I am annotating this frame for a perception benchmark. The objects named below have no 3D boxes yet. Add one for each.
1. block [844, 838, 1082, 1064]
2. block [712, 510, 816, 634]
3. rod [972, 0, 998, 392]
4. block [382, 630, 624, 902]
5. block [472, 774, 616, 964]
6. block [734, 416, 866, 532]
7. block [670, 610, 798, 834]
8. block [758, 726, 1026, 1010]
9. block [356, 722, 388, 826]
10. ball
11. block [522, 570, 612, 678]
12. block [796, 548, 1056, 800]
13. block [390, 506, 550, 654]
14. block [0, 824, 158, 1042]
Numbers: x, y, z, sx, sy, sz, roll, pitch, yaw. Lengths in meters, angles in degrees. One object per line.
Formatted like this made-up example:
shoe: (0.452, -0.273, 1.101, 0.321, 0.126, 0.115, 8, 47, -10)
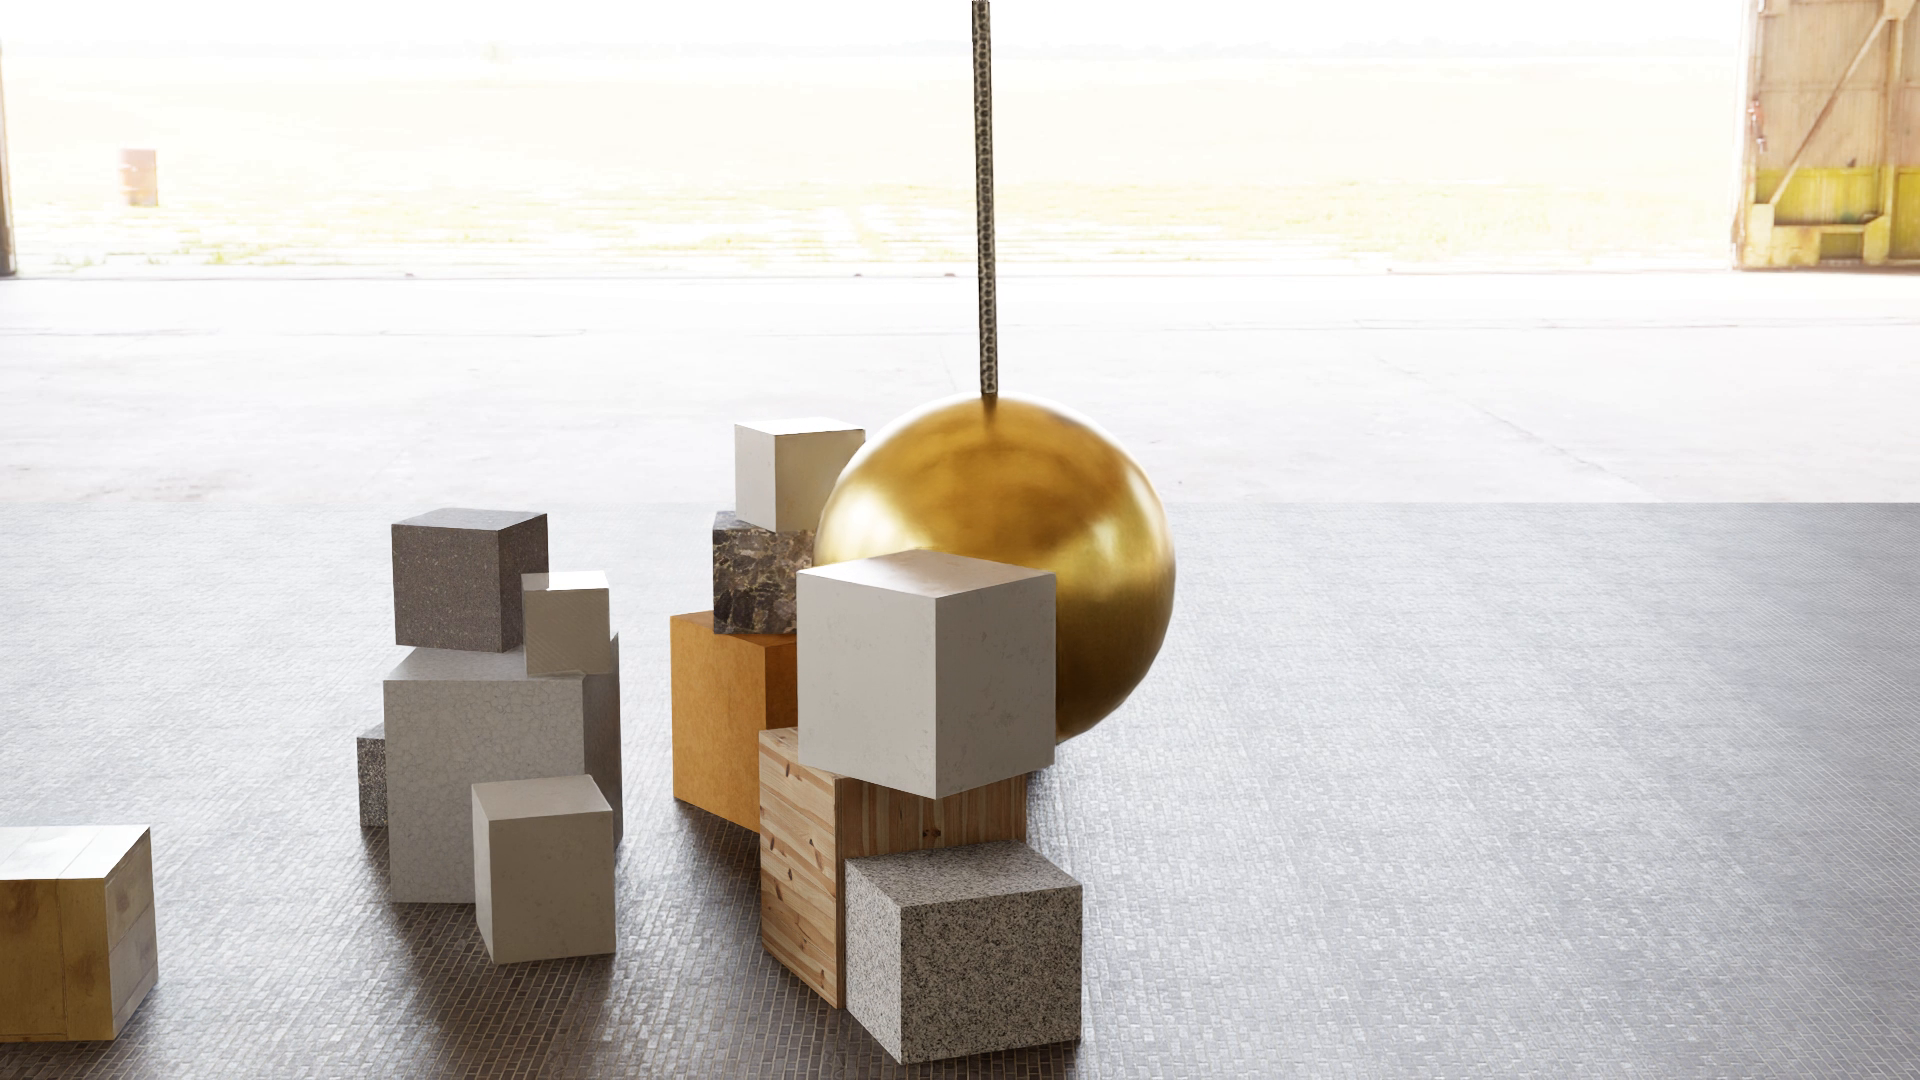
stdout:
block: (0.006, 1.519, 9.560, 0.707, 0.591, 0.615, -4, 11, -21)
block: (-0.901, 0.148, 12.289, 0.540, 0.499, 0.525, 0, 10, -3)
rod: (0.063, -3.198, 10.599, 0.080, 5.200, 0.080, -1, 10, 0)
block: (-2.005, 0.985, 11.409, 0.847, 0.980, 1.004, 0, 10, 1)
block: (-1.711, 1.341, 10.522, 0.492, 0.597, 0.562, -3, 11, -17)
block: (-0.760, -0.316, 12.164, 0.469, 0.459, 0.451, -6, 12, -29)
block: (-0.867, 0.838, 12.423, 0.716, 0.906, 0.865, -8, 13, -36)
block: (-0.274, 1.244, 10.192, 0.805, 0.905, 0.792, -5, 11, -25)
block: (-2.603, 1.108, 12.277, 0.397, 0.428, 0.435, 2, 11, 11)
ball: (0.146, 0.146, 11.207, 1.600, 1.600, 1.600, 0, 10, 0)
block: (-1.700, 0.359, 11.064, 0.356, 0.376, 0.379, -2, 11, -11)
block: (-0.128, 0.488, 9.736, 0.726, 0.748, 0.657, 10, 14, 42)
block: (-2.204, 0.174, 11.593, 0.530, 0.551, 0.481, 3, 11, 17)
block: (-3.467, 1.478, 9.696, 0.668, 0.623, 0.665, -1, 10, -3)
